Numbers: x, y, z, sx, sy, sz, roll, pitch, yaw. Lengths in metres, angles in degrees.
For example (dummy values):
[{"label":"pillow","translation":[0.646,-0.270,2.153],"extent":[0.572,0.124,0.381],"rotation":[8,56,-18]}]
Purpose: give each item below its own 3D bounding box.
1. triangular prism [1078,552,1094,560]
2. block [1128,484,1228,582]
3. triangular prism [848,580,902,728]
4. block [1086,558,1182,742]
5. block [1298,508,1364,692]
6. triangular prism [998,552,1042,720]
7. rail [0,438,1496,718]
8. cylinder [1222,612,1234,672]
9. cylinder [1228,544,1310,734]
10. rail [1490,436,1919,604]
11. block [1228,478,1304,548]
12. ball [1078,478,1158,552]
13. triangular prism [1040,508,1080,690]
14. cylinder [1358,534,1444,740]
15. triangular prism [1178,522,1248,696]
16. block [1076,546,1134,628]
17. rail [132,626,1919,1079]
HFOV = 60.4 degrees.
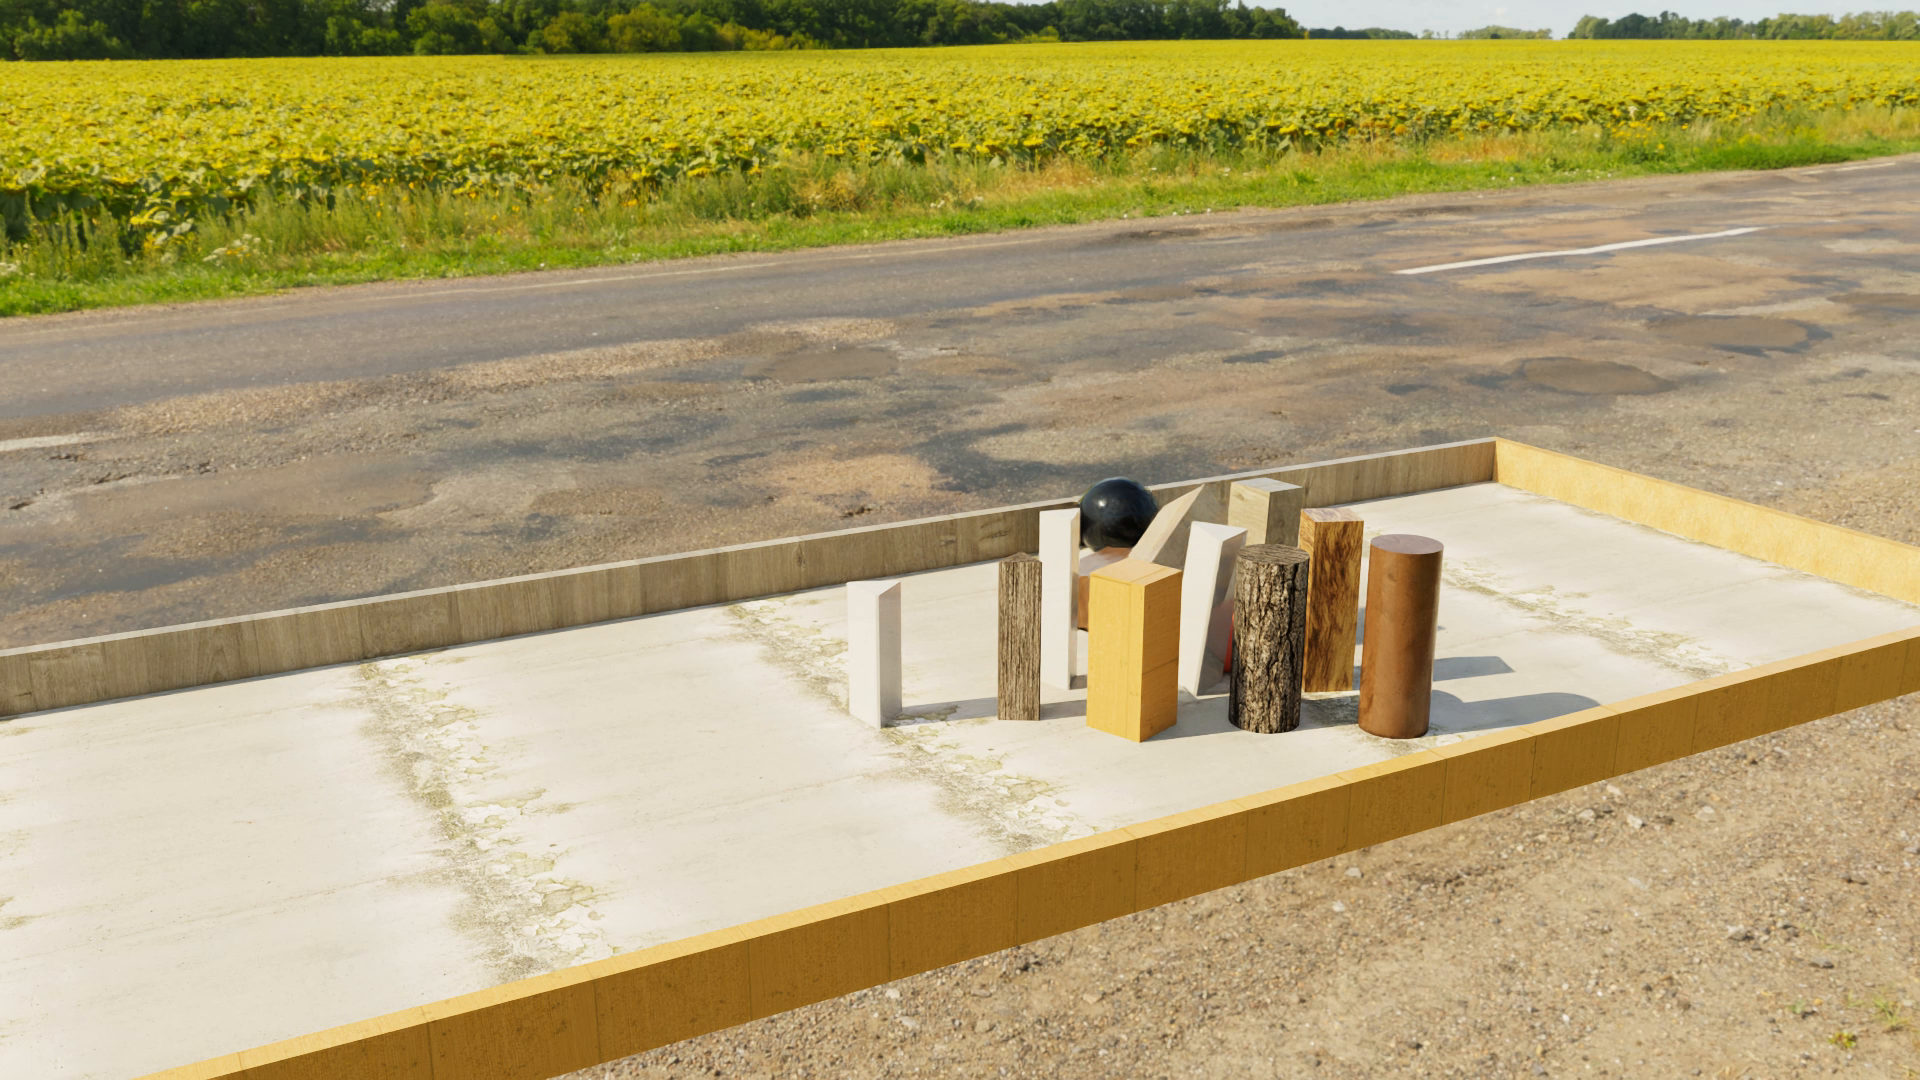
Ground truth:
[{"label":"triangular prism","translation":[0.490,0.090,4.847],"extent":[0.449,0.107,0.124],"rotation":[2,17,8]},{"label":"block","translation":[0.600,0.044,4.605],"extent":[0.163,0.163,0.434],"rotation":[-30,12,41]},{"label":"triangular prism","translation":[-0.183,0.261,3.884],"extent":[0.107,0.328,0.123],"rotation":[-12,20,-35]},{"label":"block","translation":[0.403,0.253,3.823],"extent":[0.151,0.378,0.151],"rotation":[14,21,39]},{"label":"block","translation":[0.906,0.148,4.073],"extent":[0.120,0.438,0.120],"rotation":[-1,16,-5]},{"label":"triangular prism","translation":[0.141,0.226,3.889],"extent":[0.099,0.392,0.085],"rotation":[1,16,3]},{"label":"rail","translation":[-3.305,0.497,3.399],"extent":[12.000,0.150,0.050],"rotation":[-9,18,-27]},{"label":"cylinder","translation":[0.639,0.257,4.204],"extent":[0.354,0.156,0.156],"rotation":[2,17,7]},{"label":"cylinder","translation":[0.719,0.229,3.846],"extent":[0.166,0.411,0.166],"rotation":[0,16,0]},{"label":"rail","translation":[2.466,-0.048,5.253],"extent":[0.050,0.150,2.100],"rotation":[-9,18,-27]},{"label":"block","translation":[0.790,0.066,4.348],"extent":[0.132,0.434,0.132],"rotation":[-8,18,-38]},{"label":"ball","translation":[0.489,-0.067,5.129],"extent":[0.256,0.256,0.256],"rotation":[0,16,0]},{"label":"triangular prism","translation":[0.263,0.143,4.090],"extent":[0.102,0.440,0.088],"rotation":[15,22,42]},{"label":"cylinder","translation":[1.015,0.222,3.808],"extent":[0.162,0.446,0.162],"rotation":[0,16,0]},{"label":"triangular prism","translation":[0.591,0.162,4.057],"extent":[0.115,0.410,0.133],"rotation":[20,25,33]},{"label":"block","translation":[0.398,0.130,4.625],"extent":[0.145,0.145,0.323],"rotation":[3,15,36]},{"label":"rail","translation":[-2.336,1.006,1.665],"extent":[12.000,0.150,0.050],"rotation":[-9,18,-27]}]
